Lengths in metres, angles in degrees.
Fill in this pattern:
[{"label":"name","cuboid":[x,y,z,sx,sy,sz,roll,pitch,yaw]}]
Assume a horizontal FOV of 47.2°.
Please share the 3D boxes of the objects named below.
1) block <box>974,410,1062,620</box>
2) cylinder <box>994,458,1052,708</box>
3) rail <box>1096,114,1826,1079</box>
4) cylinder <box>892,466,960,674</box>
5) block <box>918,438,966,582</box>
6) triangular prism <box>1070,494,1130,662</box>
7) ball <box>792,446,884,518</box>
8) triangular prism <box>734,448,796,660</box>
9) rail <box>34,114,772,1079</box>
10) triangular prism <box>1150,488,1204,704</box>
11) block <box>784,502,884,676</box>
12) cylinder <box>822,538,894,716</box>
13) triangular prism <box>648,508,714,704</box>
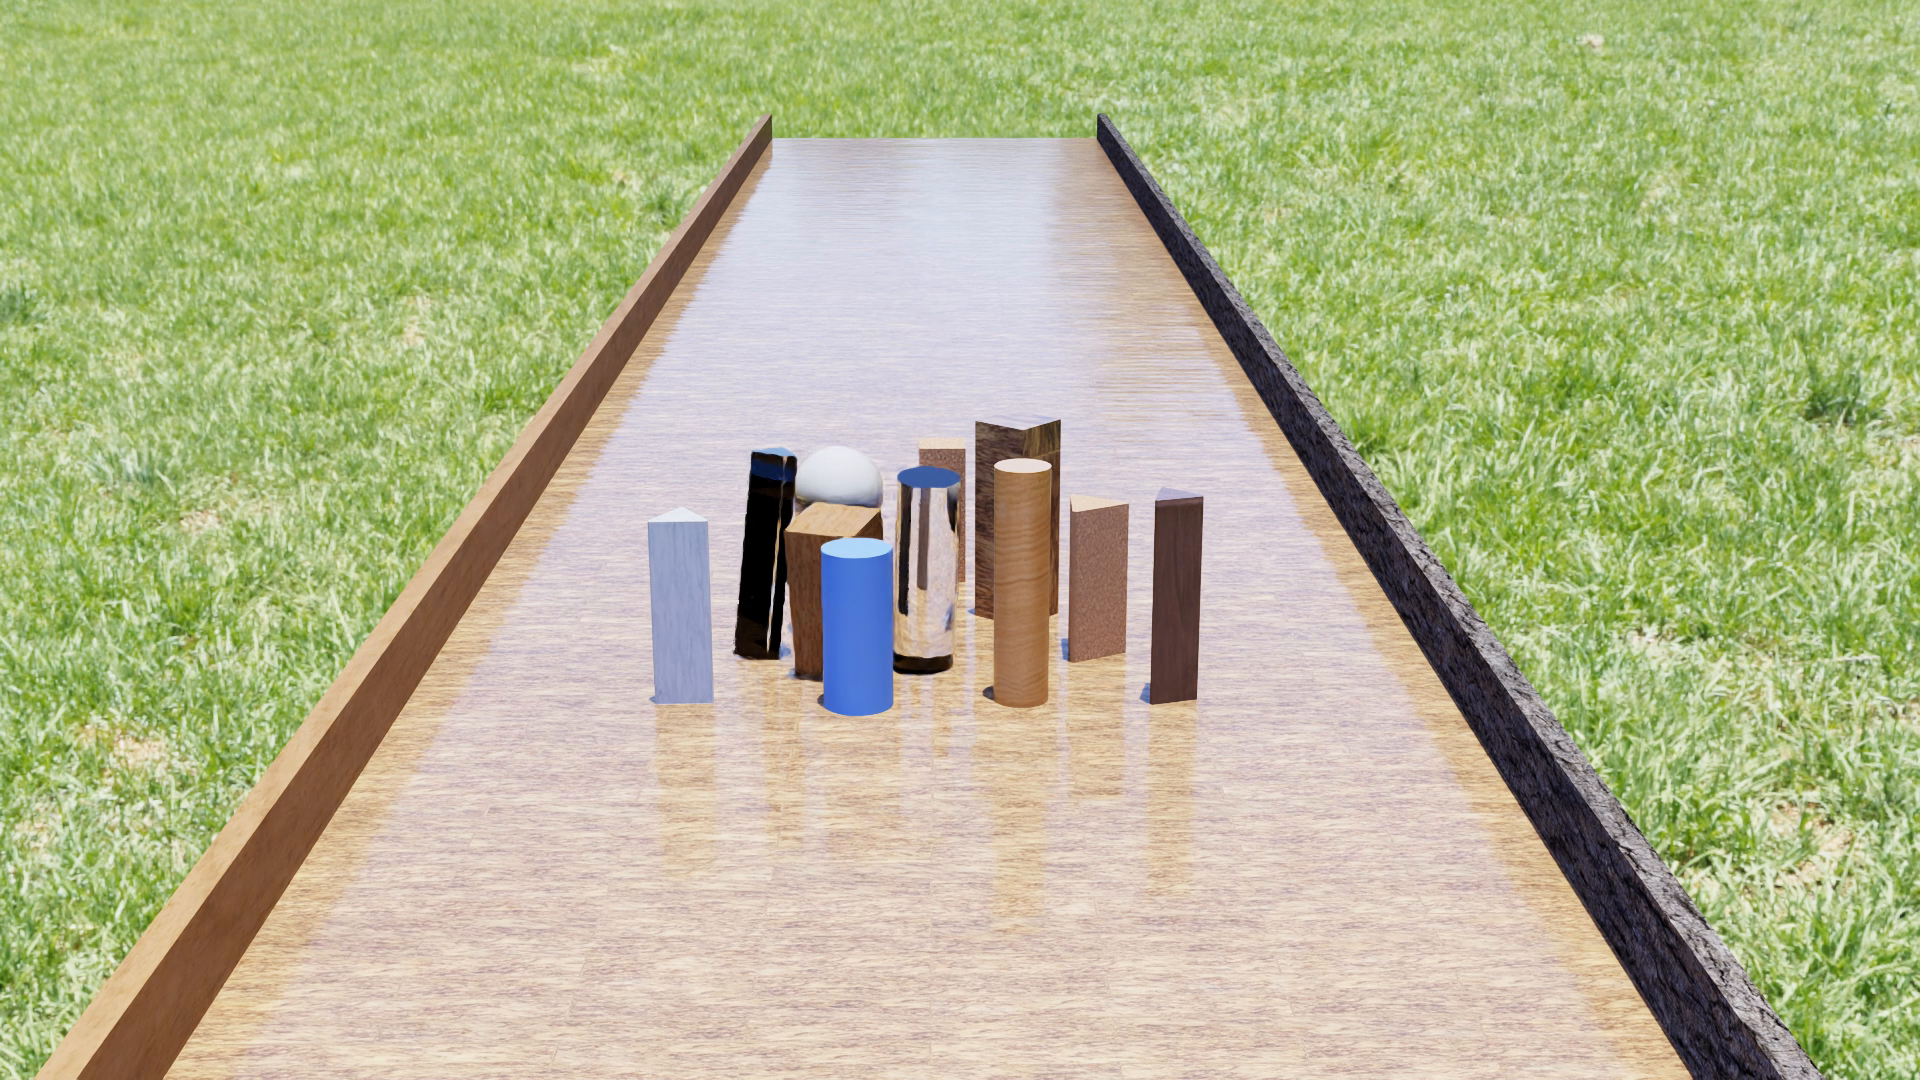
[{"label":"block","cuboid":[0.121,-0.046,4.634,0.127,0.426,0.127,13,21,38]},{"label":"cylinder","cuboid":[0.117,0.083,4.143,0.106,0.460,0.106,0,17,0]},{"label":"rail","cuboid":[0.932,-0.844,7.801,0.050,0.150,12.000,0,17,-1]},{"label":"cylinder","cuboid":[-0.067,0.061,4.318,0.122,0.391,0.122,2,22,-1]},{"label":"block","cuboid":[-0.040,-0.067,4.912,0.102,0.308,0.102,0,17,-1]},{"label":"triangular prism","cuboid":[0.253,0.072,4.433,0.130,0.314,0.112,-9,19,-28]},{"label":"ball","cuboid":[-0.252,-0.097,4.511,0.194,0.194,0.194,0,17,0]},{"label":"triangular prism","cuboid":[-0.383,0.025,4.406,0.091,0.418,0.078,8,14,5]},{"label":"rail","cuboid":[-1.118,-0.838,7.780,0.050,0.150,12.000,0,17,-1]},{"label":"triangular prism","cuboid":[0.395,0.104,4.171,0.096,0.403,0.083,-5,17,-17]},{"label":"block","cuboid":[-0.239,0.101,4.316,0.145,0.308,0.145,6,26,20]},{"label":"cylinder","cuboid":[-0.193,0.163,4.137,0.133,0.309,0.133,0,17,0]},{"label":"triangular prism","cuboid":[-0.526,0.124,4.175,0.110,0.361,0.095,-1,17,-2]}]
